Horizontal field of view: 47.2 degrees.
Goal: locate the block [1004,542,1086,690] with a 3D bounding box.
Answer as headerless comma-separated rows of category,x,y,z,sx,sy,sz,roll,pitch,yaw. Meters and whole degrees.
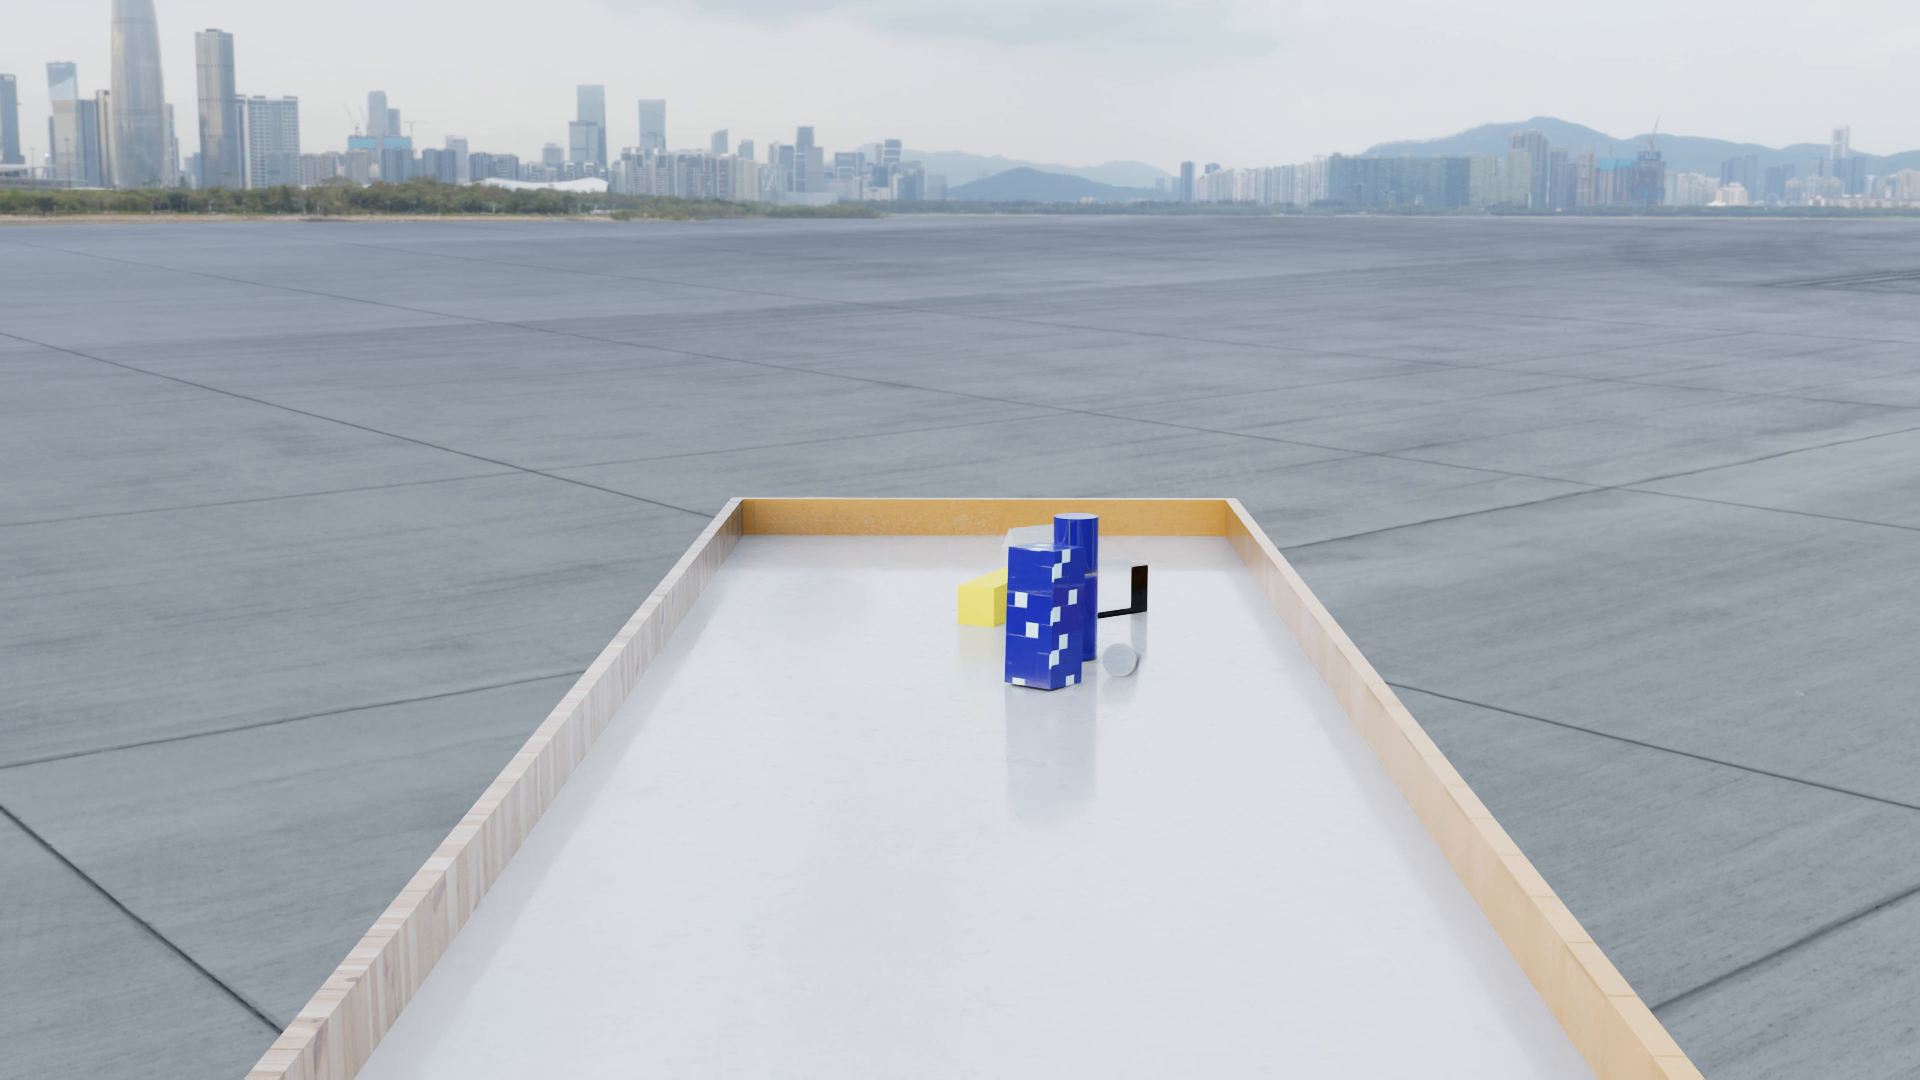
block,0.246,0.216,6.358,0.160,0.396,0.160,7,9,36

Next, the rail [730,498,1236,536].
rail,0.099,-0.098,9.147,2.100,0.150,0.050,0,9,1

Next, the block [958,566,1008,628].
block,0.145,0.186,7.419,0.130,0.130,0.441,4,10,25

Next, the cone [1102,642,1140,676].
cone,0.513,0.354,6.616,0.100,0.100,0.310,3,0,17

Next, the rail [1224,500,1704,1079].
rail,1.046,0.843,3.208,0.050,0.150,12.000,0,9,1

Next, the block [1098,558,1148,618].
block,0.455,0.169,7.428,0.334,0.161,0.161,-7,11,-36

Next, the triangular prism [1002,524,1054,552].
triangular prism,0.346,-0.016,8.793,0.362,0.093,0.108,-6,11,-34

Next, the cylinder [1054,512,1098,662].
cylinder,0.352,0.144,6.699,0.136,0.439,0.136,0,9,0

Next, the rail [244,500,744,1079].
rail,-1.004,0.839,3.234,0.050,0.150,12.000,0,9,1
